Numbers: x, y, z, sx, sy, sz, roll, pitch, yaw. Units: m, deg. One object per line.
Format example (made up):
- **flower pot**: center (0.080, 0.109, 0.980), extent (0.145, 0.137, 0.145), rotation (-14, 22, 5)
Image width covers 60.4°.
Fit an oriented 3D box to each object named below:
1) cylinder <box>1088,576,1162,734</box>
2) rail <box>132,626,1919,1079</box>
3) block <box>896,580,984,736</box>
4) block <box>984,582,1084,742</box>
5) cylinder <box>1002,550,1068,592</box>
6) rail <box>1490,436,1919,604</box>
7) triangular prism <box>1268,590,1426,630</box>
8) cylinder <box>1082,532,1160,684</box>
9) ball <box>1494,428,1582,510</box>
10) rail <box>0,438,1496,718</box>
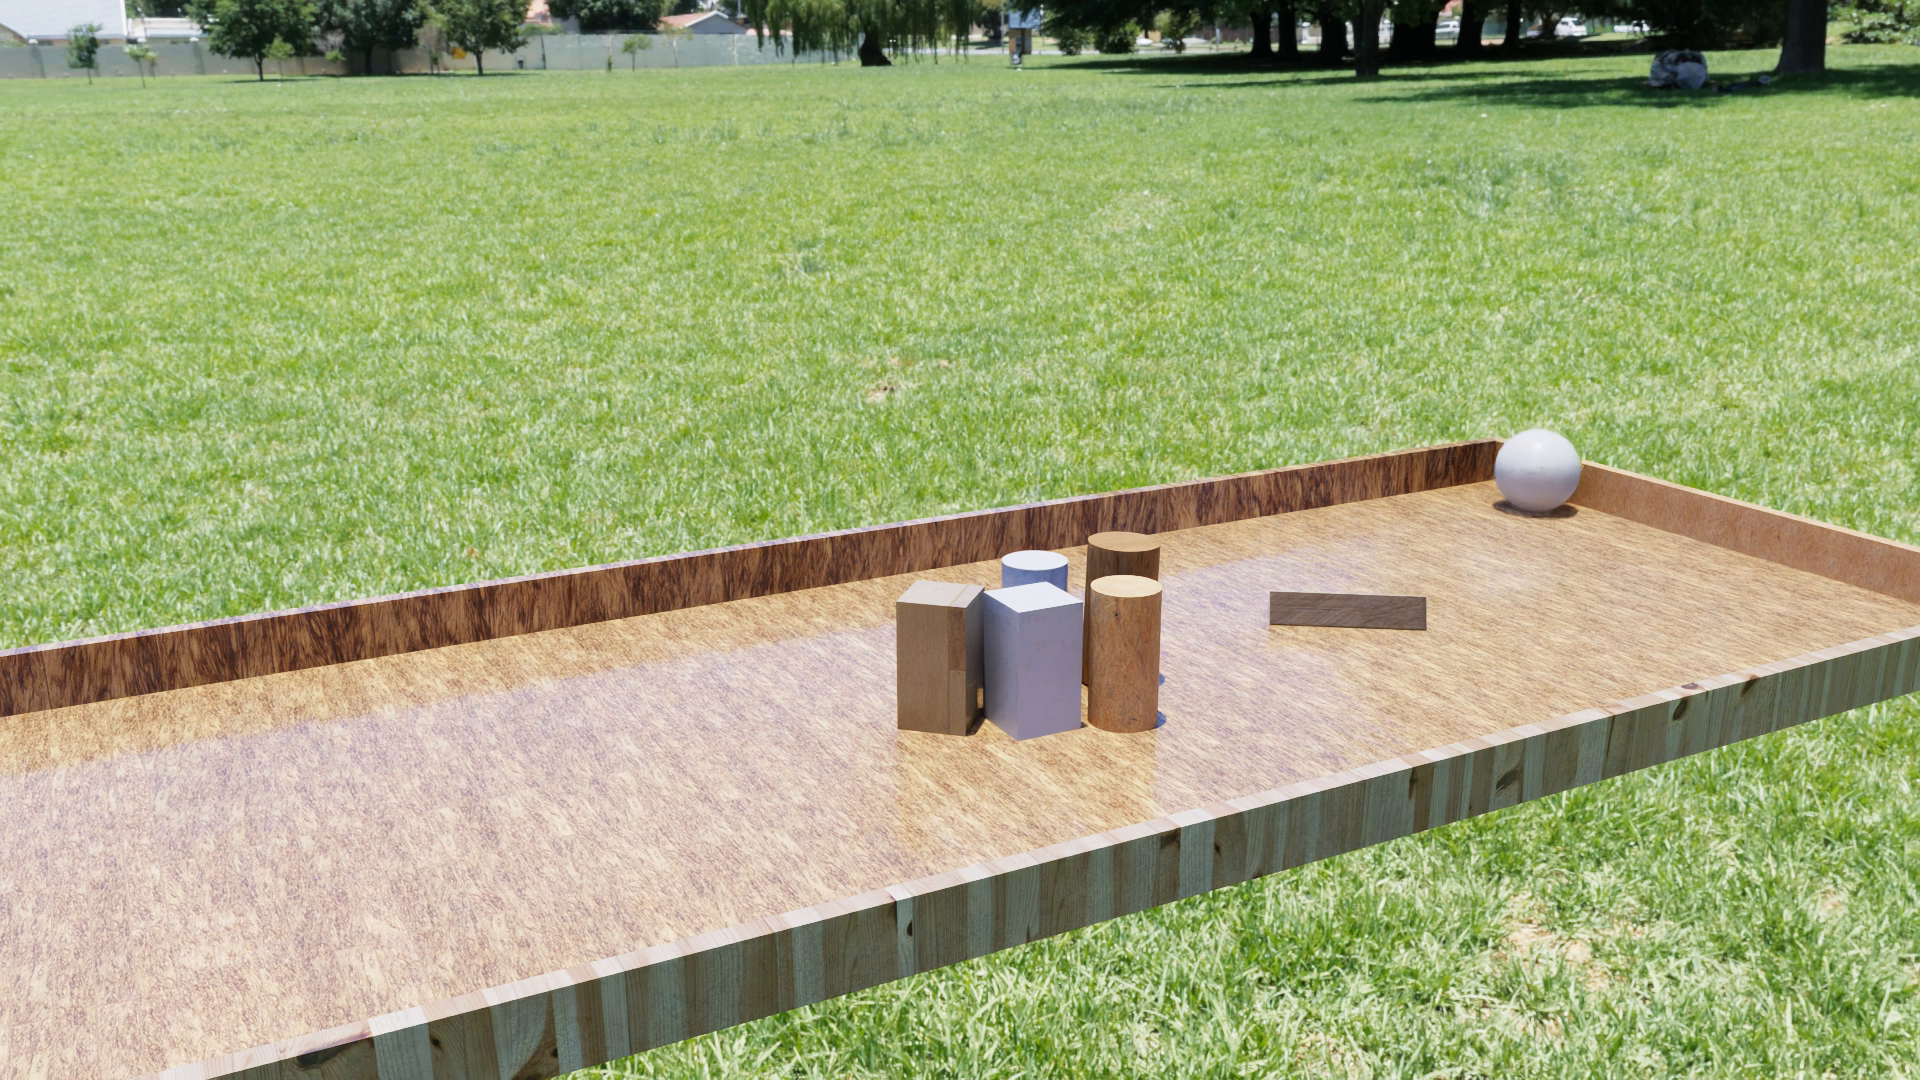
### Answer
- **cylinder**: center (0.385, 0.266, 3.860), extent (0.165, 0.333, 0.165), rotation (0, 16, 0)
- **rail**: center (-2.336, 1.006, 1.665), extent (12.000, 0.150, 0.050), rotation (-9, 18, -27)
- **block**: center (-0.044, 0.275, 3.862), extent (0.165, 0.315, 0.165), rotation (5, 17, 15)
- **block**: center (0.168, 0.280, 3.847), extent (0.169, 0.312, 0.169), rotation (-8, 18, -26)
- **cylinder**: center (0.184, 0.203, 4.093), extent (0.163, 0.321, 0.163), rotation (0, 16, 0)
- **rail**: center (2.466, -0.048, 5.253), extent (0.050, 0.150, 2.100), rotation (-9, 18, -27)
- **triangular prism**: center (1.071, 0.187, 4.566), extent (0.424, 0.082, 0.094), rotation (2, 16, 6)
- **cylinder**: center (0.398, 0.177, 4.102), extent (0.178, 0.361, 0.178), rotation (2, 16, -1)
- **ball**: center (1.987, -0.242, 5.676), extent (0.283, 0.283, 0.283), rotation (0, 16, 0)
- **rail**: center (-3.305, 0.497, 3.399), extent (12.000, 0.150, 0.050), rotation (-9, 18, -27)
